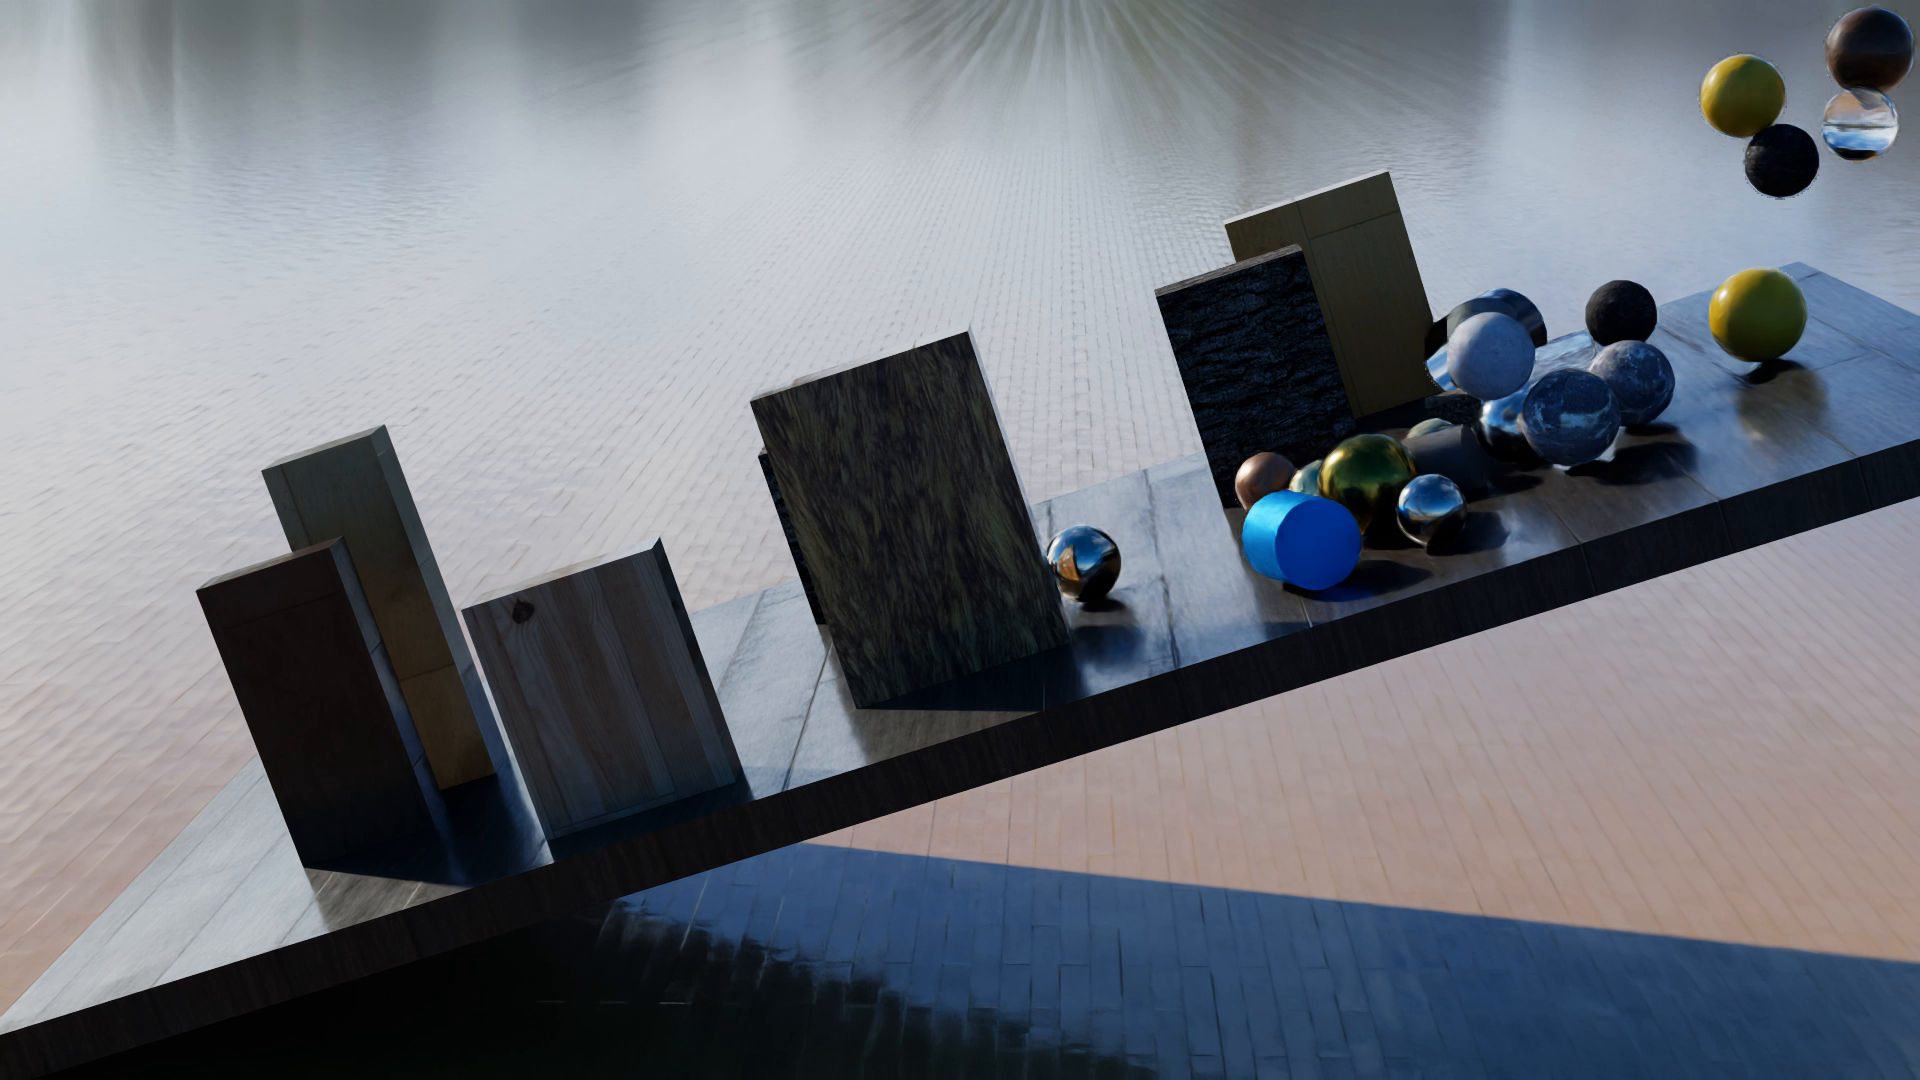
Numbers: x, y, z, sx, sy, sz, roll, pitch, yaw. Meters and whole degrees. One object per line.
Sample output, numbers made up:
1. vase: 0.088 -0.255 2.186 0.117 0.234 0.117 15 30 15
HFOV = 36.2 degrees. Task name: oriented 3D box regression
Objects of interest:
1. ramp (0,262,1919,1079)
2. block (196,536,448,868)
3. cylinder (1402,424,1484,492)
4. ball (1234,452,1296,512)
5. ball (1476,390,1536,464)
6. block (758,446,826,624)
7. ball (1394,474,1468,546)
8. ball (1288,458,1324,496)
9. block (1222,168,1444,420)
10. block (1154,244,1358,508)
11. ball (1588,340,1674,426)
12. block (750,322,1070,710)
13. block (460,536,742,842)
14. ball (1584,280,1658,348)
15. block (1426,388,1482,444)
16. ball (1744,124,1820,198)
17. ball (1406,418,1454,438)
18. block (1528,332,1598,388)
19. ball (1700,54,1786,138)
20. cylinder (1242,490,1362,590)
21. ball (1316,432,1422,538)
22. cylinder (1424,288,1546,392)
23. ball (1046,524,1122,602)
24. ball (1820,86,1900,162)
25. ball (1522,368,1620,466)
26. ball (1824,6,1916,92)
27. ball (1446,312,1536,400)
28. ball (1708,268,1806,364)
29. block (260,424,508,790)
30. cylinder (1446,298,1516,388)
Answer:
1. ramp: 0.104 0.182 6.308 4.000 0.100 2.000 -18 11 6
2. block: -1.303 0.331 6.018 0.290 0.612 0.120 -18 11 6
3. cylinder: 0.966 -0.154 5.904 0.130 0.130 0.130 -14 5 25
4. ball: 0.652 -0.117 6.234 0.138 0.138 0.138 0 12 0
5. ball: 1.123 -0.231 5.975 0.149 0.149 0.149 0 12 0
6. block: -0.204 -0.072 6.729 0.393 0.411 0.145 -18 11 6
7. ball: 0.886 -0.056 5.530 0.137 0.137 0.137 0 12 0
8. ball: 0.735 -0.092 5.940 0.148 0.148 0.148 0 12 0
9. block: 0.896 -0.560 6.977 0.401 0.537 0.092 -18 11 6
10. block: 0.663 -0.362 6.494 0.332 0.493 0.139 -18 11 6
11. ball: 1.354 -0.317 5.943 0.176 0.176 0.176 0 12 0
12. block: -0.093 -0.046 5.772 0.443 0.644 0.125 -18 11 6
13. block: -0.676 0.282 5.570 0.380 0.473 0.112 -18 11 6
14. ball: 1.395 -0.474 6.208 0.150 0.150 0.150 0 12 0
15. block: 1.069 -0.258 6.316 0.109 0.109 0.109 -16 11 12
16. ball: 1.619 -0.747 5.797 0.143 0.143 0.143 0 12 0
17. ball: 0.977 -0.185 6.051 0.129 0.129 0.129 0 12 0
18. block: 1.281 -0.332 6.209 0.152 0.152 0.152 -17 11 11
19. ball: 1.553 -0.881 5.837 0.164 0.164 0.164 0 12 0
20. cylinder: 0.644 -0.001 5.559 0.172 0.172 0.172 -3 6 -15
21. ball: 0.801 -0.108 5.753 0.205 0.205 0.205 0 12 0
22. cylinder: 1.213 -0.452 6.785 0.207 0.207 0.207 9 26 37
23. ball: 0.251 0.048 6.027 0.159 0.159 0.159 0 12 0
24. ball: 1.756 -0.812 5.741 0.147 0.147 0.147 0 12 0
25. ball: 1.200 -0.241 5.779 0.191 0.191 0.191 0 12 0
26. ball: 1.810 -0.973 5.852 0.173 0.173 0.173 0 12 0
27. ball: 1.041 -0.361 5.773 0.173 0.173 0.173 0 12 0
28. ball: 1.660 -0.467 6.123 0.199 0.199 0.199 0 12 0
29. block: -1.230 0.162 6.316 0.246 0.772 0.143 -18 11 6
30. cylinder: 1.151 -0.424 6.464 0.153 0.153 0.153 1 -31 1
